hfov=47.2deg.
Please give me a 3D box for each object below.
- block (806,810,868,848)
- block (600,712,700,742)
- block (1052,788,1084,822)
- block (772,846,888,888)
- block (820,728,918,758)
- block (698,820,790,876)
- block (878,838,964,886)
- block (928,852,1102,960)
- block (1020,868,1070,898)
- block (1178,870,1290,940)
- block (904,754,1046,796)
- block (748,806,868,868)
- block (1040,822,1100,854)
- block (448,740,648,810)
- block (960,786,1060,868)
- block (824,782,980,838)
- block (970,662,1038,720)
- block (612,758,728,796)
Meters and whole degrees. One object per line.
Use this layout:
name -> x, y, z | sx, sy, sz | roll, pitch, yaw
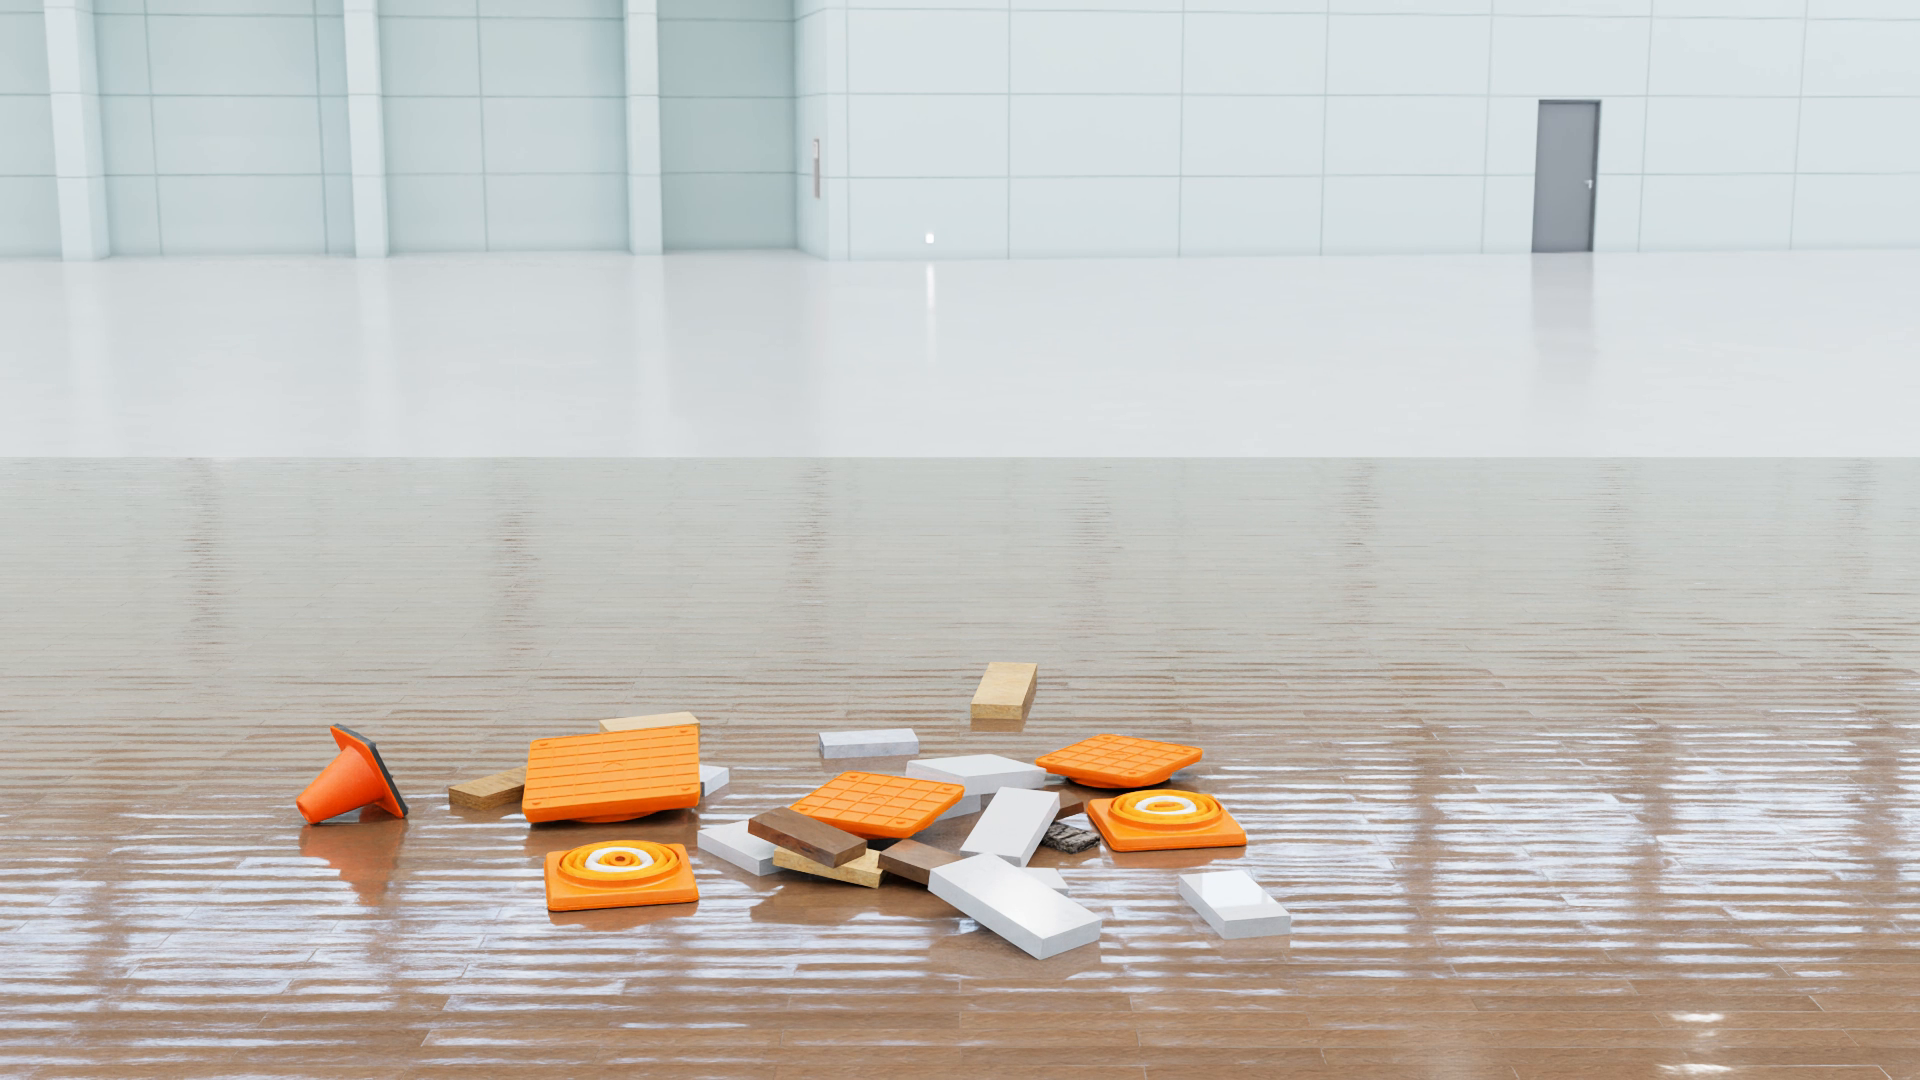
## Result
block -> -0.243, 0.529, 3.917 | 0.101, 0.029, 0.202 | -4, 11, -19
block -> -0.654, 0.396, 4.638 | 0.194, 0.027, 0.097 | -4, 11, -21
block -> 0.145, 0.491, 3.984 | 0.143, 0.020, 0.072 | -15, 19, -21
block -> -0.216, 0.545, 3.749 | 0.185, 0.026, 0.093 | 11, 15, 9
block -> -0.188, 0.418, 4.520 | 0.194, 0.027, 0.097 | -2, 11, -10
block -> -0.365, 0.540, 3.860 | 0.101, 0.029, 0.202 | -8, 13, -37
block -> -0.036, 0.555, 3.709 | 0.185, 0.026, 0.093 | 15, 16, 25
block -> 0.086, 0.579, 3.500 | 0.131, 0.037, 0.262 | -10, 24, -42
block -> 0.101, 0.569, 3.647 | 0.143, 0.020, 0.072 | 4, 18, -19
block -> 0.444, 0.592, 3.575 | 0.111, 0.031, 0.221 | -2, 11, -13
block -> 0.032, 0.446, 4.183 | 0.131, 0.037, 0.280 | 11, 4, 34
block -> -0.261, 0.507, 3.761 | 0.185, 0.026, 0.093 | 18, 17, 30
block -> 0.174, 0.529, 3.939 | 0.072, 0.020, 0.143 | -10, 14, -43
block -> -0.800, 0.458, 4.304 | 0.097, 0.027, 0.424 | 8, 13, 38
block -> 0.090, 0.509, 3.879 | 0.111, 0.031, 0.221 | 4, 25, 20
block -> -0.106, 0.494, 4.084 | 0.262, 0.037, 0.131 | -8, 13, -37
block -> 0.102, 0.337, 4.948 | 0.111, 0.031, 0.385 | 1, 11, 7
block -> -0.564, 0.461, 4.284 | 0.202, 0.029, 0.101 | 4, 11, 20
